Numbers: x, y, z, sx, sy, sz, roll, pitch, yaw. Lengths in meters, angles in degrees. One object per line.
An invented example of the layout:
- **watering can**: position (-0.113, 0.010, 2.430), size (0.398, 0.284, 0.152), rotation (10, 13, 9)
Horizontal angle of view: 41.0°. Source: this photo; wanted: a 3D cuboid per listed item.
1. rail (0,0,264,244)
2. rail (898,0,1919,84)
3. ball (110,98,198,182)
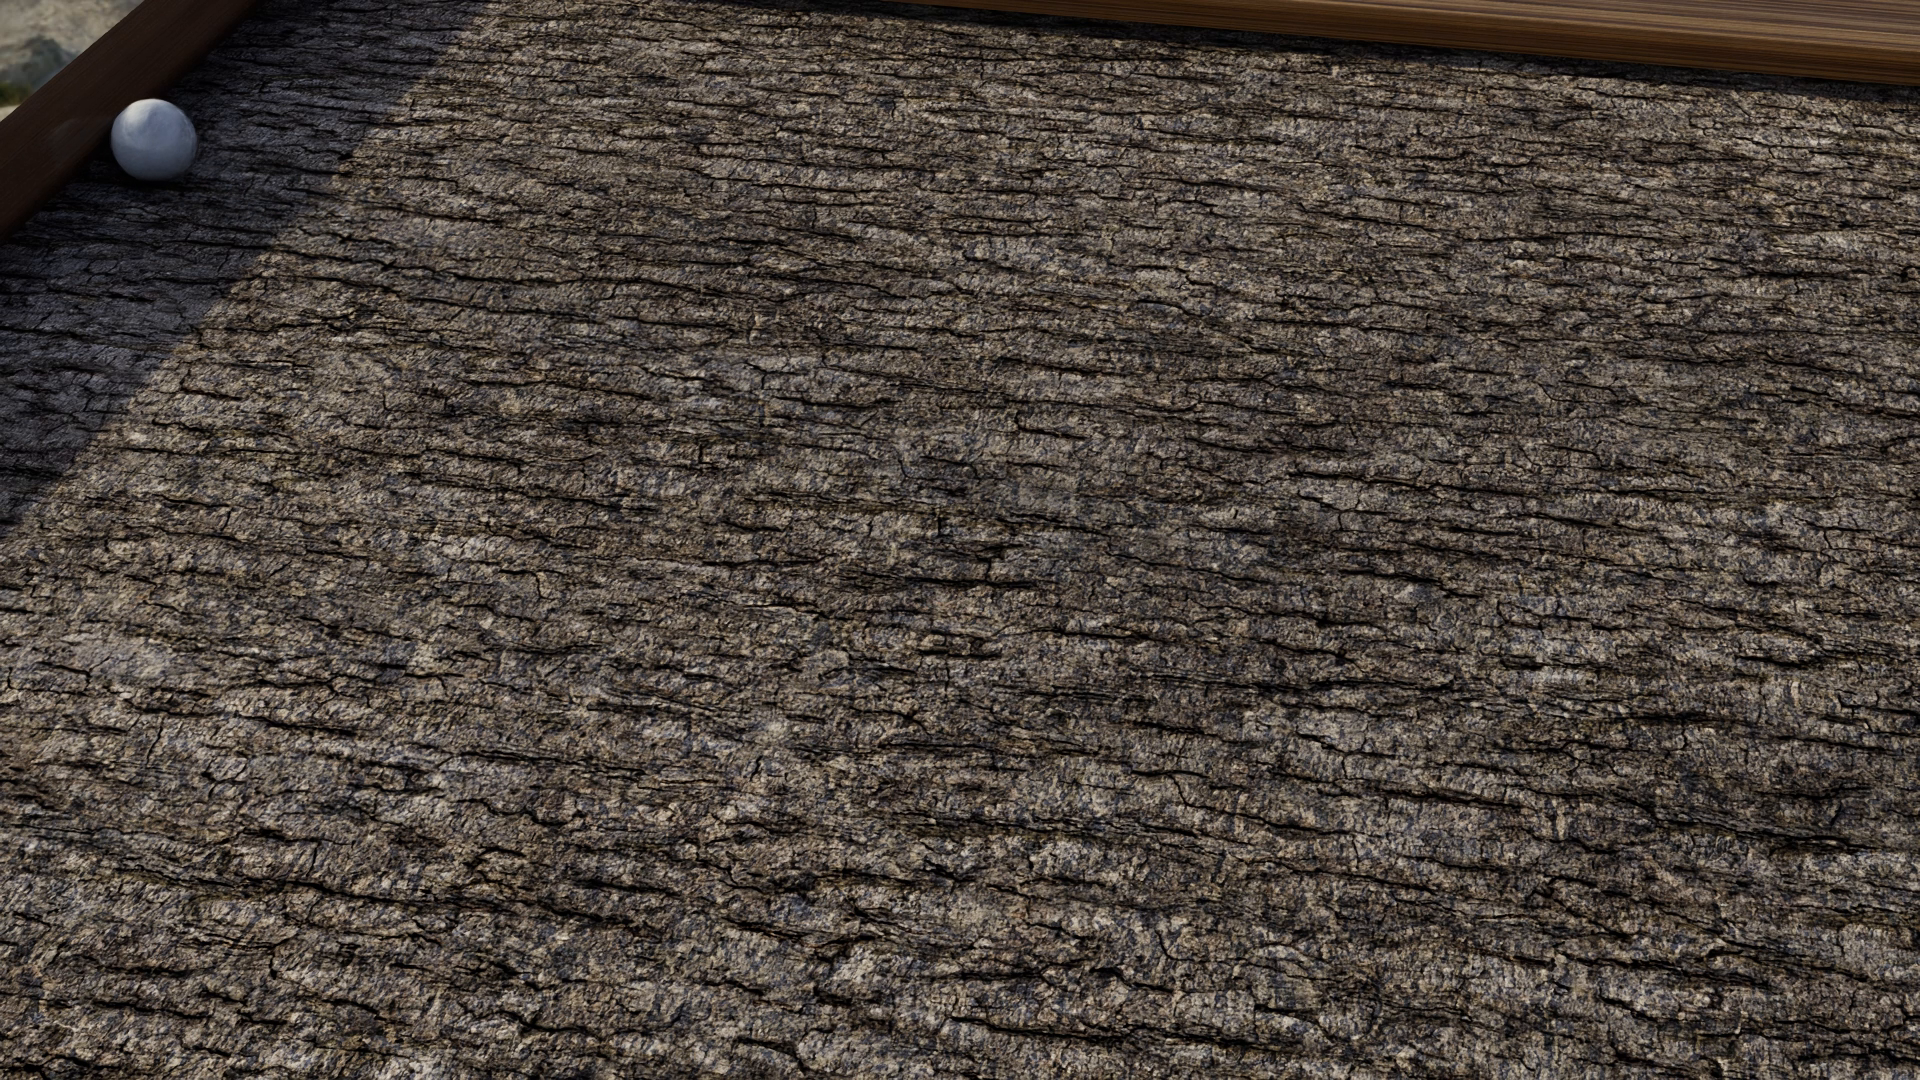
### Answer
- **rail**: position (-0.916, -0.125, 2.032), size (0.045, 0.102, 2.079), rotation (7, 35, 10)
- **rail**: position (1.146, -0.472, 2.534), size (3.838, 0.102, 0.045), rotation (7, 35, 10)
- **ball**: position (-0.759, -0.376, 2.418), size (0.078, 0.078, 0.078), rotation (0, 35, 0)
